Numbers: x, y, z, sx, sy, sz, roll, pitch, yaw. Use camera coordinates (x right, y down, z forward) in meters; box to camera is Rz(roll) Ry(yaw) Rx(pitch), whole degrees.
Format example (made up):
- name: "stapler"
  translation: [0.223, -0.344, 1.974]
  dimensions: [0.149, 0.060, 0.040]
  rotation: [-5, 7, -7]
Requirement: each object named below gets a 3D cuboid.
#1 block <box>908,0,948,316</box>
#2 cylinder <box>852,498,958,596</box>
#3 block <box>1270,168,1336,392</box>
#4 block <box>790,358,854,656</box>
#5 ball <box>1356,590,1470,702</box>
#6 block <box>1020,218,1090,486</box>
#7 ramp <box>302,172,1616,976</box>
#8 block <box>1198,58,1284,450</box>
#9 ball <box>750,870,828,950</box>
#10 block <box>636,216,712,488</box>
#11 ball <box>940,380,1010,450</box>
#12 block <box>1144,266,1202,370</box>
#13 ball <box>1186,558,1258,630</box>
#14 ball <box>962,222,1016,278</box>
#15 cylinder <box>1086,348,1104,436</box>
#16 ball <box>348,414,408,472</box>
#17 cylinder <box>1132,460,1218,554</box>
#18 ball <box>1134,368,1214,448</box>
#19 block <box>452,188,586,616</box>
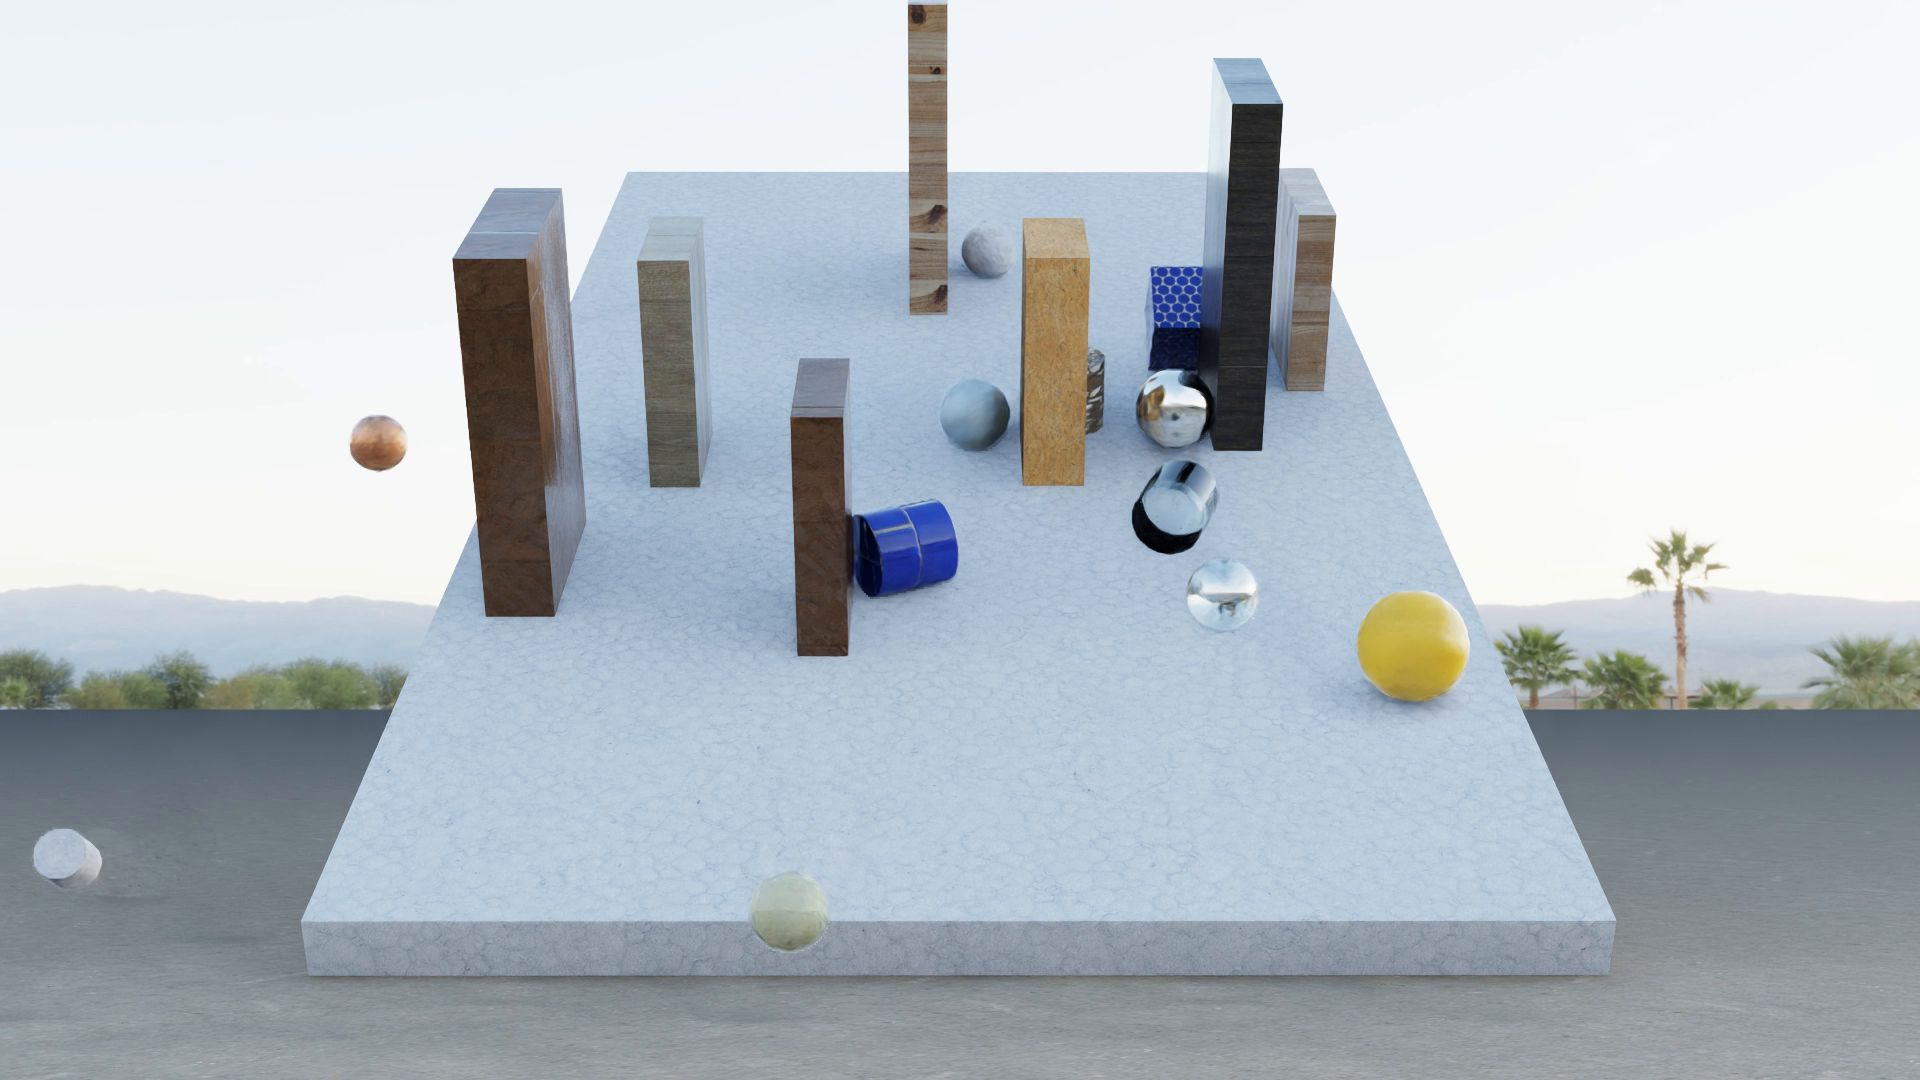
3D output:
- name: "block"
  translation: [-0.080, -1.018, 6.016]
  dimensions: [0.097, 0.795, 0.383]
  rotation: [0, 25, 0]
- name: "cylinder"
  translation: [-0.112, 0.014, 4.571]
  dimensions: [0.163, 0.163, 0.163]
  rotation: [-12, 1, -23]
- name: "block"
  translation: [0.816, -0.628, 5.622]
  dimensions: [0.087, 0.432, 0.380]
  rotation: [0, 25, 0]
- name: "block"
  translation: [-0.254, -0.063, 4.365]
  dimensions: [0.094, 0.477, 0.293]
  rotation: [0, 25, 0]
- name: "ball"
  translation: [0.804, 0.187, 4.167]
  dimensions: [0.199, 0.199, 0.199]
  rotation: [0, -4, 0]
- name: "block"
  translation: [0.201, -0.406, 5.053]
  dimensions: [0.131, 0.513, 0.270]
  rotation: [0, 25, 0]
- name: "ramp"
  translation: [-0.009, -0.229, 5.395]
  dimensions: [2.000, 0.100, 4.000]
  rotation: [0, 25, 0]
- name: "block"
  translation: [0.618, -0.638, 5.227]
  dimensions: [0.107, 0.785, 0.396]
  rotation: [0, 25, 0]
- name: "ball"
  translation: [-0.254, 0.551, 3.488]
  dimensions: [0.117, 0.117, 0.117]
  rotation: [0, -4, 0]
- name: "block"
  translation: [-0.611, -0.407, 5.054]
  dimensions: [0.107, 0.510, 0.299]
  rotation: [0, 25, 0]
- name: "ball"
  translation: [0.033, -0.279, 5.201]
  dimensions: [0.155, 0.155, 0.155]
  rotation: [0, -4, 0]
- name: "block"
  translation: [0.544, -0.532, 5.632]
  dimensions: [0.178, 0.178, 0.178]
  rotation: [0, -30, -1]
- name: "ball"
  translation: [0.494, 0.103, 4.417]
  dimensions: [0.137, 0.137, 0.137]
  rotation: [0, -4, 0]
- name: "ball"
  translation: [0.077, -0.775, 6.262]
  dimensions: [0.146, 0.146, 0.146]
  rotation: [0, -4, 0]
- name: "cylinder"
  translation: [0.246, -0.340, 5.324]
  dimensions: [0.162, 0.162, 0.162]
  rotation: [0, 25, 0]
- name: "ball"
  translation: [-1.393, -0.232, 5.617]
  dimensions: [0.138, 0.138, 0.138]
  rotation: [0, -4, 0]
- name: "cylinder"
  translation: [0.437, -0.068, 4.766]
  dimensions: [0.147, 0.147, 0.147]
  rotation: [-2, 23, 21]
- name: "ball"
  translation: [0.477, -0.293, 5.209]
  dimensions: [0.176, 0.176, 0.176]
  rotation: [0, -4, 0]
- name: "block"
  translation: [-0.839, -0.269, 4.520]
  dimensions: [0.132, 0.716, 0.434]
  rotation: [0, 25, 0]
